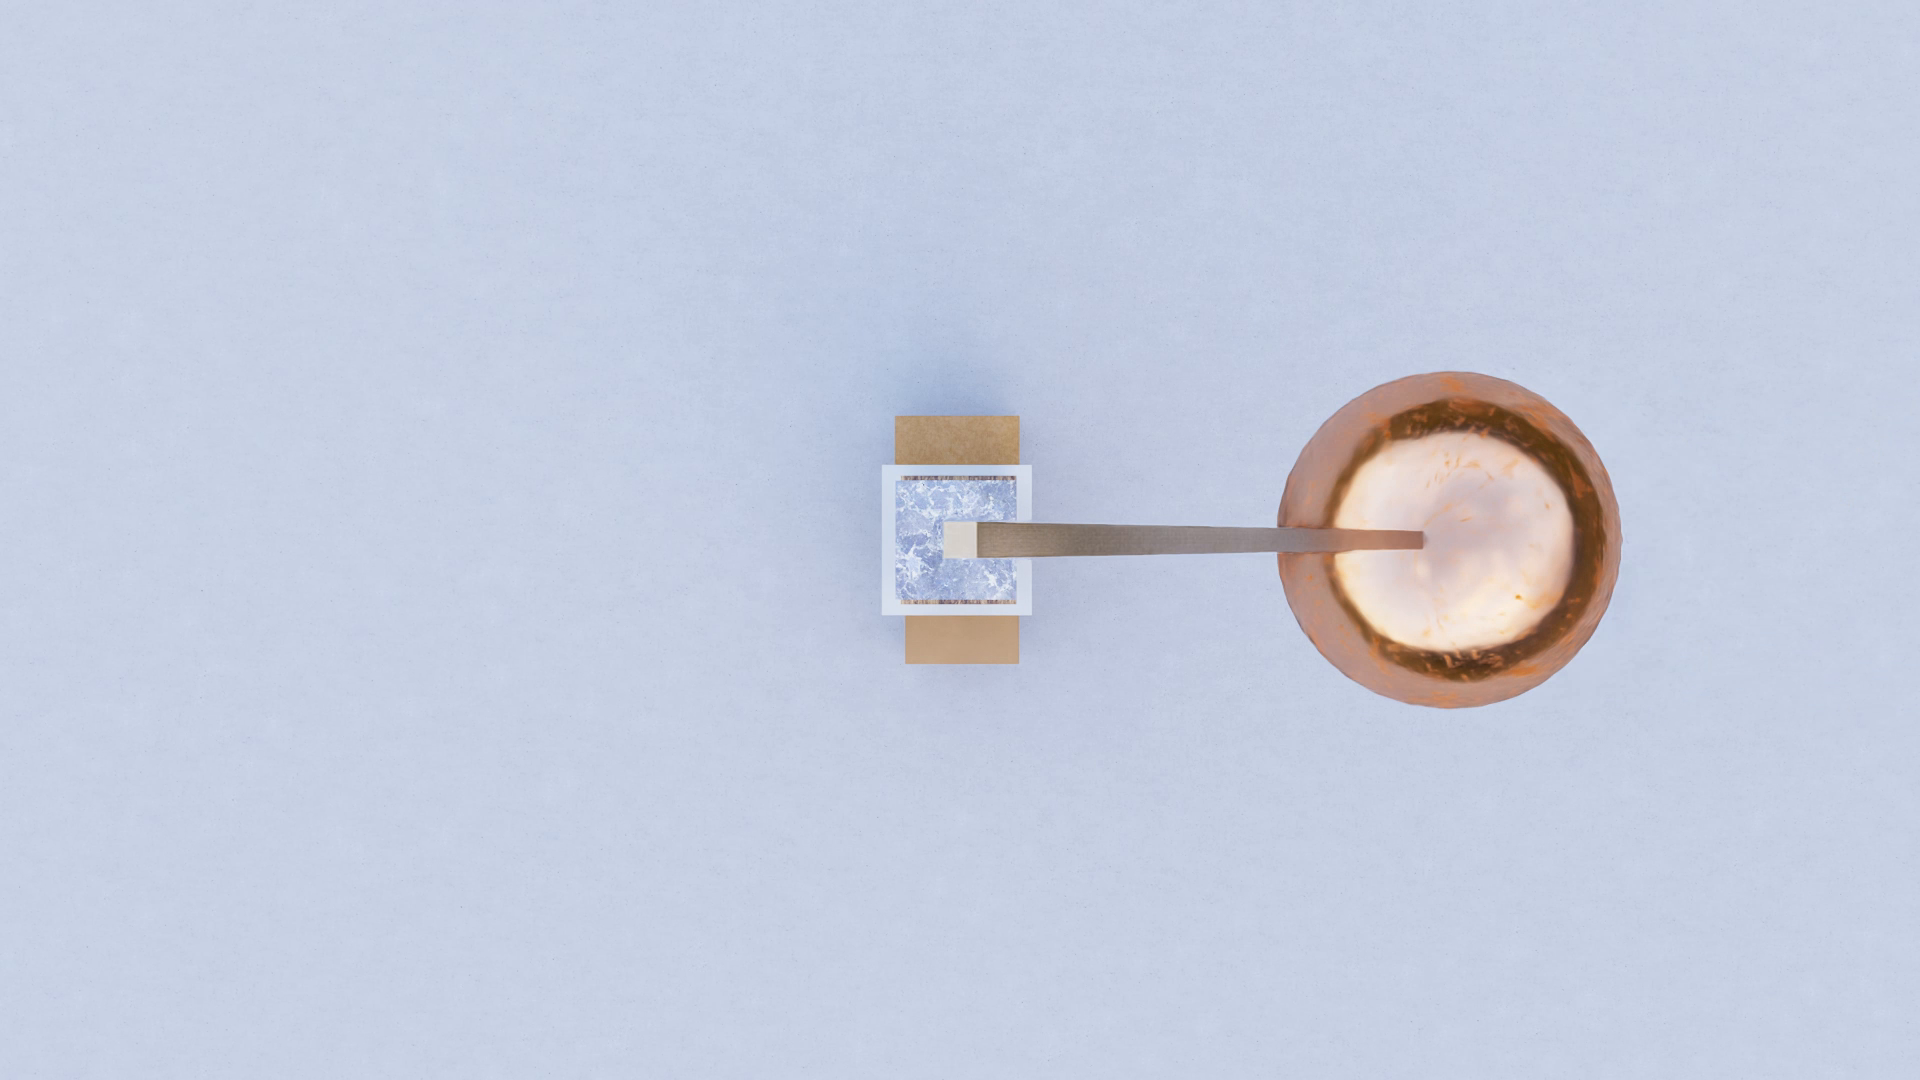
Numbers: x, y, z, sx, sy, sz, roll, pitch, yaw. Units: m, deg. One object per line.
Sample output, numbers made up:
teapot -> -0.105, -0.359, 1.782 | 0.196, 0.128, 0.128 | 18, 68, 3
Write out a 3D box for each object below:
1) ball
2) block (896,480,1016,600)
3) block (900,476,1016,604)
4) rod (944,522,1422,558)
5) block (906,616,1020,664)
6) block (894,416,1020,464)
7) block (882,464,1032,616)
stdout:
ball -> 2.295, 0.000, 10.382 | 1.600, 1.600, 1.600 | 0, 90, 0
block -> -0.017, 0.000, 9.687 | 0.517, 0.581, 0.509 | 0, 90, 0
block -> -0.007, 0.000, 11.275 | 0.576, 0.707, 0.640 | 0, 90, 0
rod -> 0.994, 0.000, 7.240 | 0.080, 5.200, 0.080 | 0, 90, 22
block -> 0.012, 0.371, 12.696 | 0.642, 0.608, 0.656 | 0, 90, 0
block -> -0.015, -0.333, 12.684 | 0.701, 0.633, 0.732 | 0, 90, 0
block -> -0.017, 0.000, 11.998 | 0.792, 0.739, 0.793 | 0, 90, 0
